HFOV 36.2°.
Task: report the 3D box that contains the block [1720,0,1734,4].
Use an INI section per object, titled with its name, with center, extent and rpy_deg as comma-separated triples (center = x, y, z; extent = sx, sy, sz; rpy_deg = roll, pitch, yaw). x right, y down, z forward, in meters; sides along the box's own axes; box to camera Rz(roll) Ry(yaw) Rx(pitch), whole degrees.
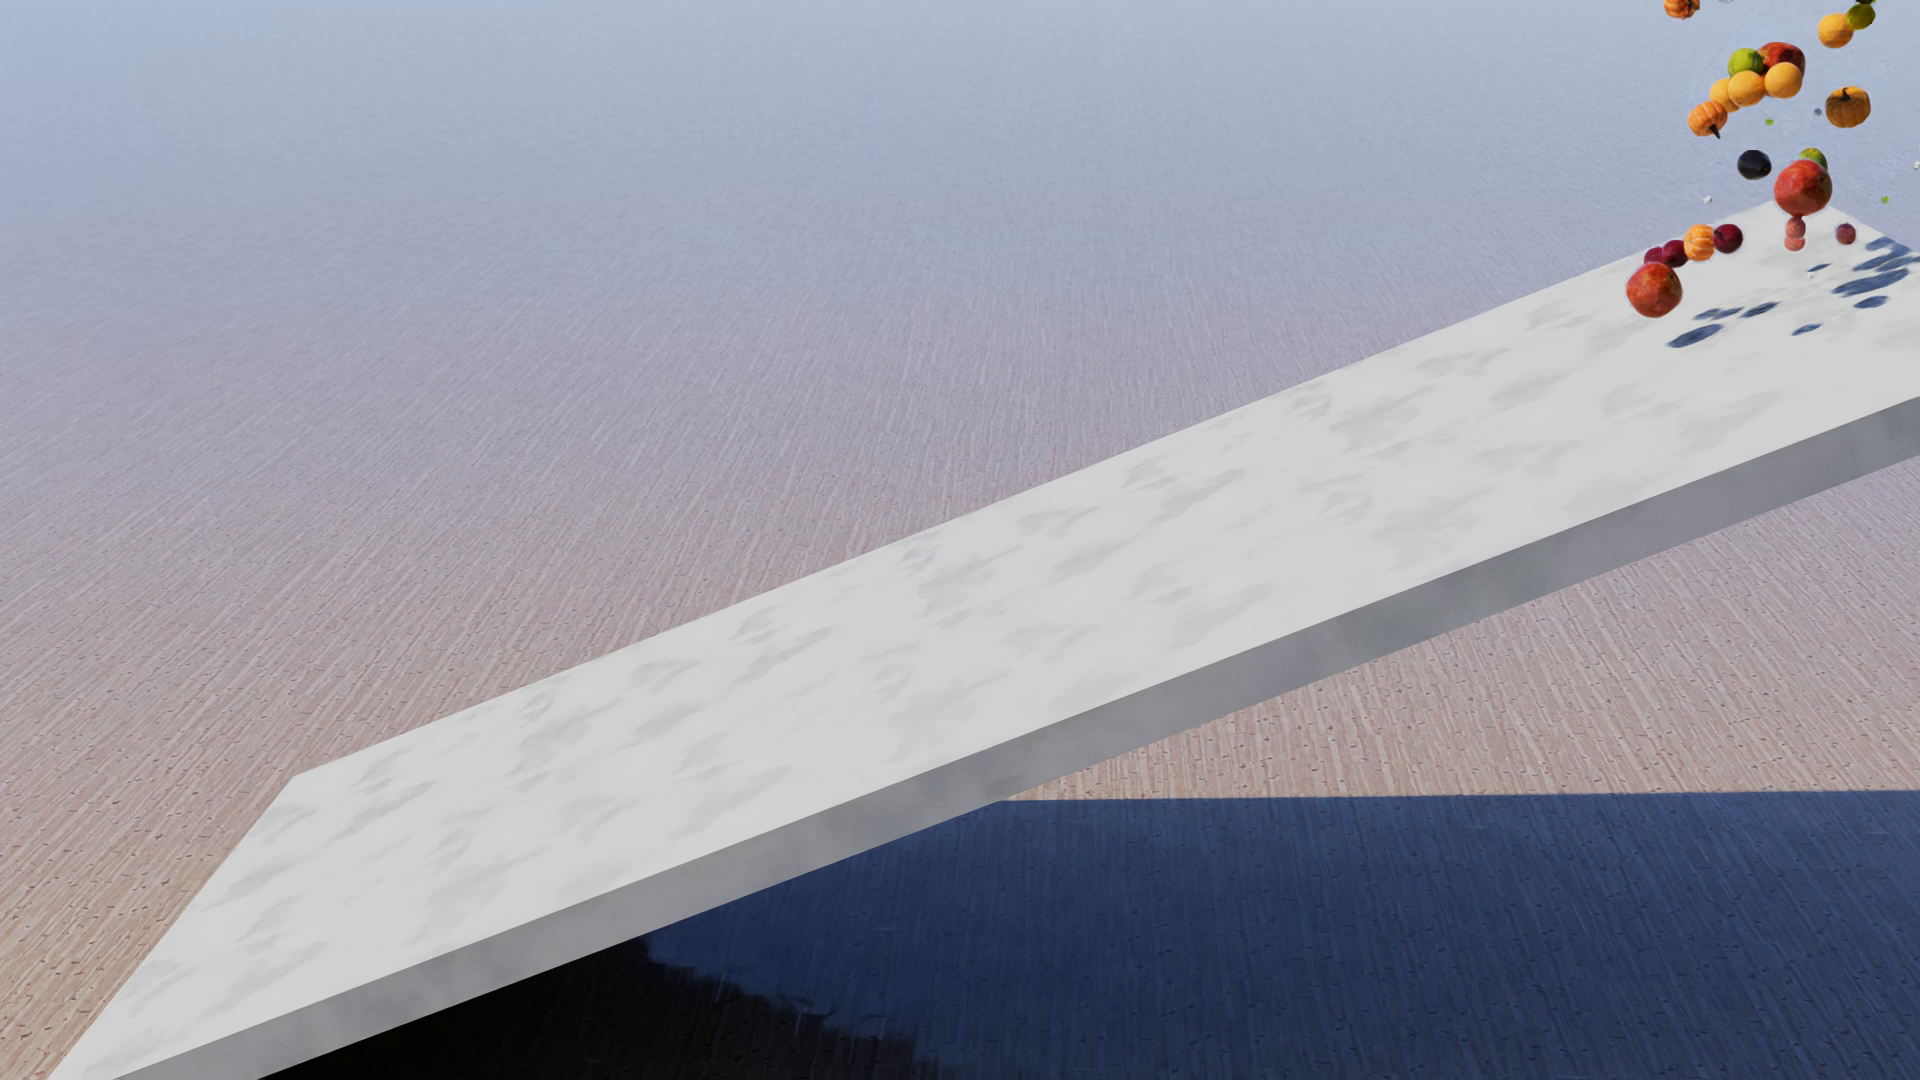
[block]
center = 1.496, -1.119, 5.746
extent = 0.092, 0.092, 0.092
rpy_deg = -31, 41, -26

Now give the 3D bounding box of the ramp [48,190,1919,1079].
[ramp]
center = 0.125, 0.173, 6.289
extent = 4.000, 0.100, 2.000
rpy_deg = -21, 12, 7
